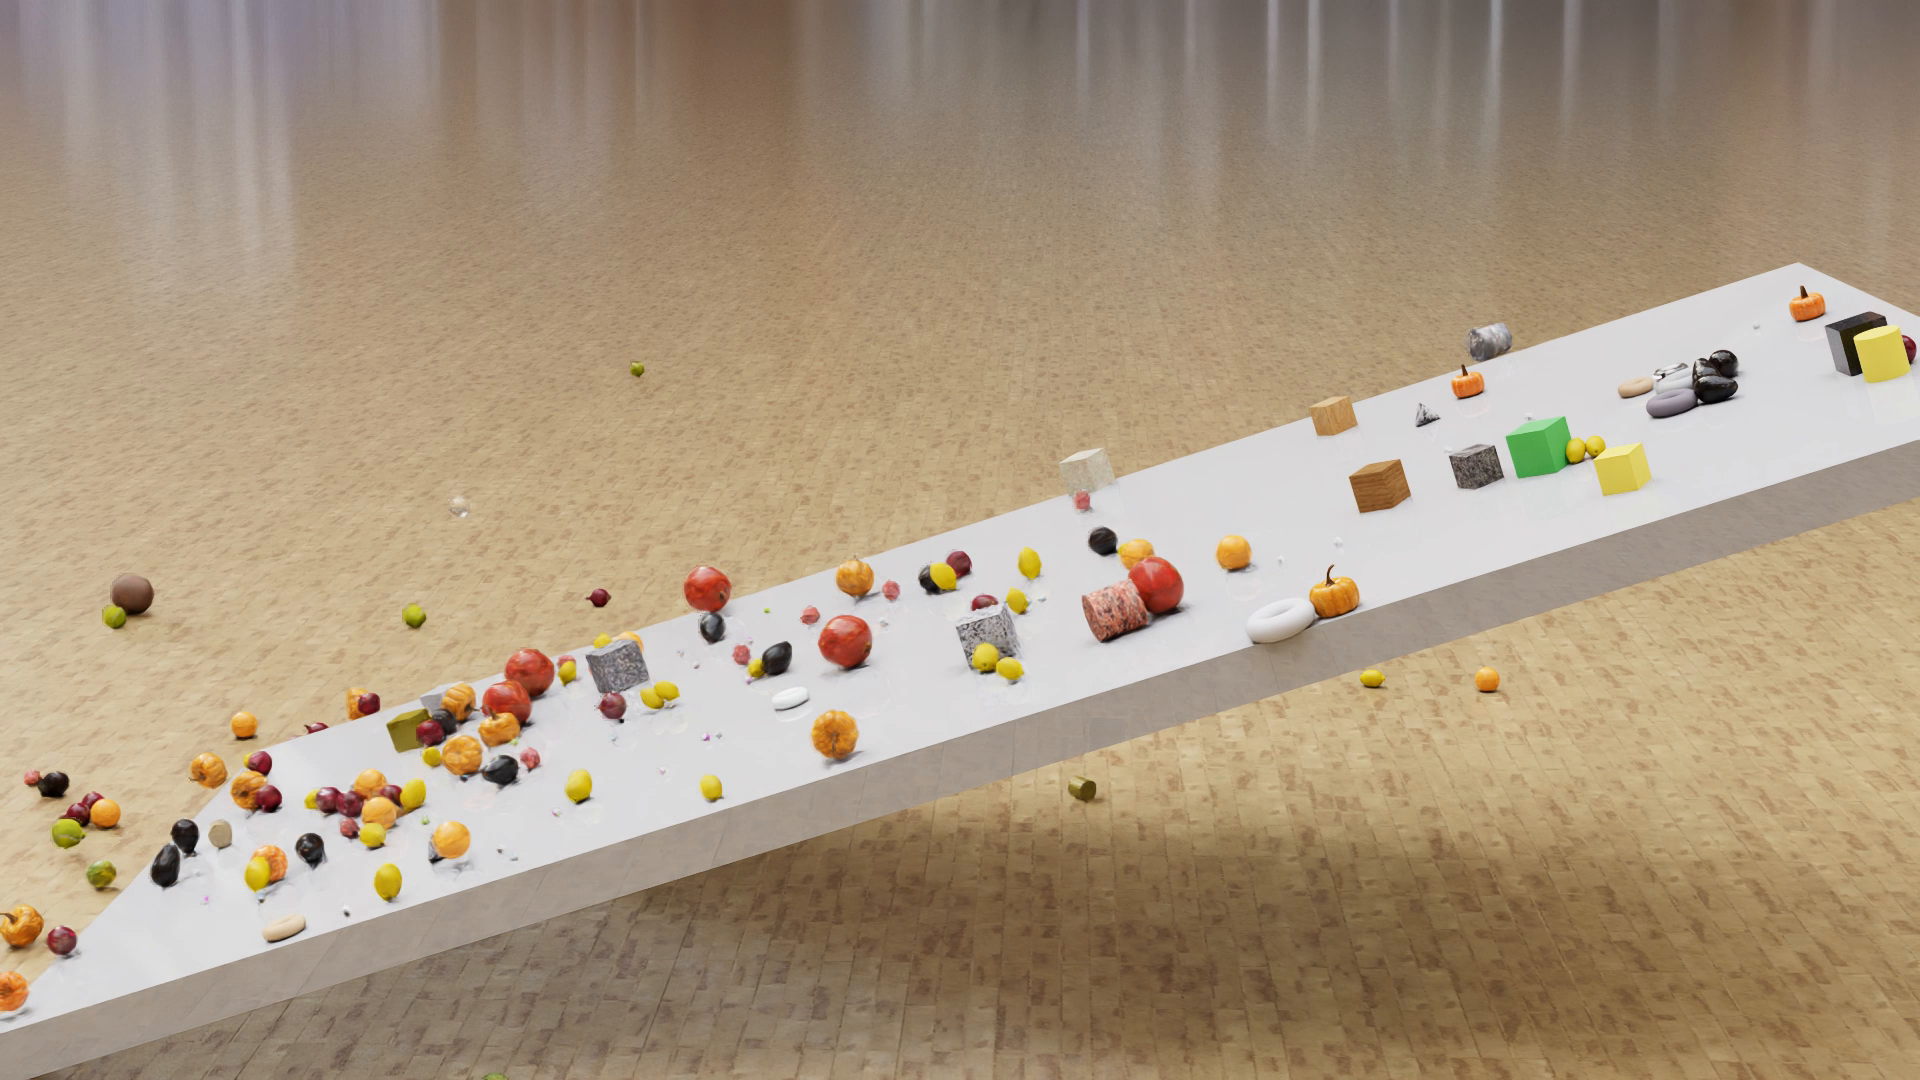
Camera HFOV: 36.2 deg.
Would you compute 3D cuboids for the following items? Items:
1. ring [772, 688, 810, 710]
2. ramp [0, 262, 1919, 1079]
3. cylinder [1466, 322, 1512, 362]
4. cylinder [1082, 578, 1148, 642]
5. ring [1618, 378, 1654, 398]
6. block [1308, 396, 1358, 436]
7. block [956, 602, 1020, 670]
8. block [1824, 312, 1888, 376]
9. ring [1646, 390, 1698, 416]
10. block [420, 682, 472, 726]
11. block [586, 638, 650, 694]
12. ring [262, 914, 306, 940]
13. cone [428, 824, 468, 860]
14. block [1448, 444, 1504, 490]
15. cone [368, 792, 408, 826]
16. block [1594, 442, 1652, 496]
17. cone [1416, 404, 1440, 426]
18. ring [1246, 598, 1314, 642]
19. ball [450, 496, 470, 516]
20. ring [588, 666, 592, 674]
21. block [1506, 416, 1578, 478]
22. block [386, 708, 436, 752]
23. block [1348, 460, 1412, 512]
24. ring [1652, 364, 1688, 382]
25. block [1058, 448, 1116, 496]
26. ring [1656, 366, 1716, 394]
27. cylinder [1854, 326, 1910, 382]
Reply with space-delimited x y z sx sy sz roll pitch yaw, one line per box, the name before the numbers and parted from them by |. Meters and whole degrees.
ring | -0.347 0.324 6.011 0.081 0.027 0.081 -17 11 3
ramp | 0.103 0.182 6.308 4.000 0.100 2.000 -18 11 5
cylinder | 1.300 -0.485 7.222 0.079 0.079 0.079 -20 19 -22
cylinder | 0.298 0.135 5.676 0.095 0.095 0.095 -21 16 -11
ring | 1.438 -0.325 6.260 0.077 0.026 0.077 -18 12 4
block | 0.879 -0.292 6.922 0.072 0.072 0.072 -23 12 -24
block | 0.056 0.190 5.822 0.093 0.093 0.093 -16 11 12
block | 1.778 -0.388 5.807 0.095 0.095 0.095 -18 11 2
ring | 1.448 -0.279 5.983 0.106 0.035 0.106 -17 11 3
block | -1.230 0.392 7.039 0.076 0.076 0.076 -10 14 39
block | -0.785 0.290 6.743 0.096 0.096 0.096 -24 12 -26
ring | -1.271 0.728 5.529 0.084 0.028 0.084 -17 9 3
cone | -0.987 0.594 5.712 0.072 0.072 0.072 10 13 6
block | 1.039 -0.148 5.920 0.069 0.069 0.069 -22 11 -18
cone | -1.197 0.571 6.185 0.077 0.077 0.077 8 12 -1
block | 1.238 -0.133 5.496 0.071 0.071 0.071 -11 13 37
cone | 1.066 -0.281 6.674 0.056 0.056 0.056 9 12 1
ring | 0.576 0.144 5.294 0.132 0.044 0.132 -21 13 5
ball | -1.855 -0.123 10.901 0.075 0.075 0.075 0 12 0
ring | -0.828 0.288 6.894 0.093 0.093 0.031 -11 52 -43
block | 1.156 -0.185 5.852 0.089 0.089 0.089 -10 13 42
block | -1.281 0.444 6.869 0.073 0.073 0.073 -14 11 22
block | 0.858 -0.110 6.011 0.080 0.080 0.080 -9 14 41
ring | 1.519 -0.357 6.282 0.079 0.026 0.079 -17 10 3
block | 0.312 -0.167 7.221 0.086 0.086 0.086 -10 14 40
ring | 1.505 -0.325 6.097 0.126 0.042 0.126 -22 10 4
cylinder | 1.780 -0.359 5.679 0.087 0.087 0.087 -18 11 3
